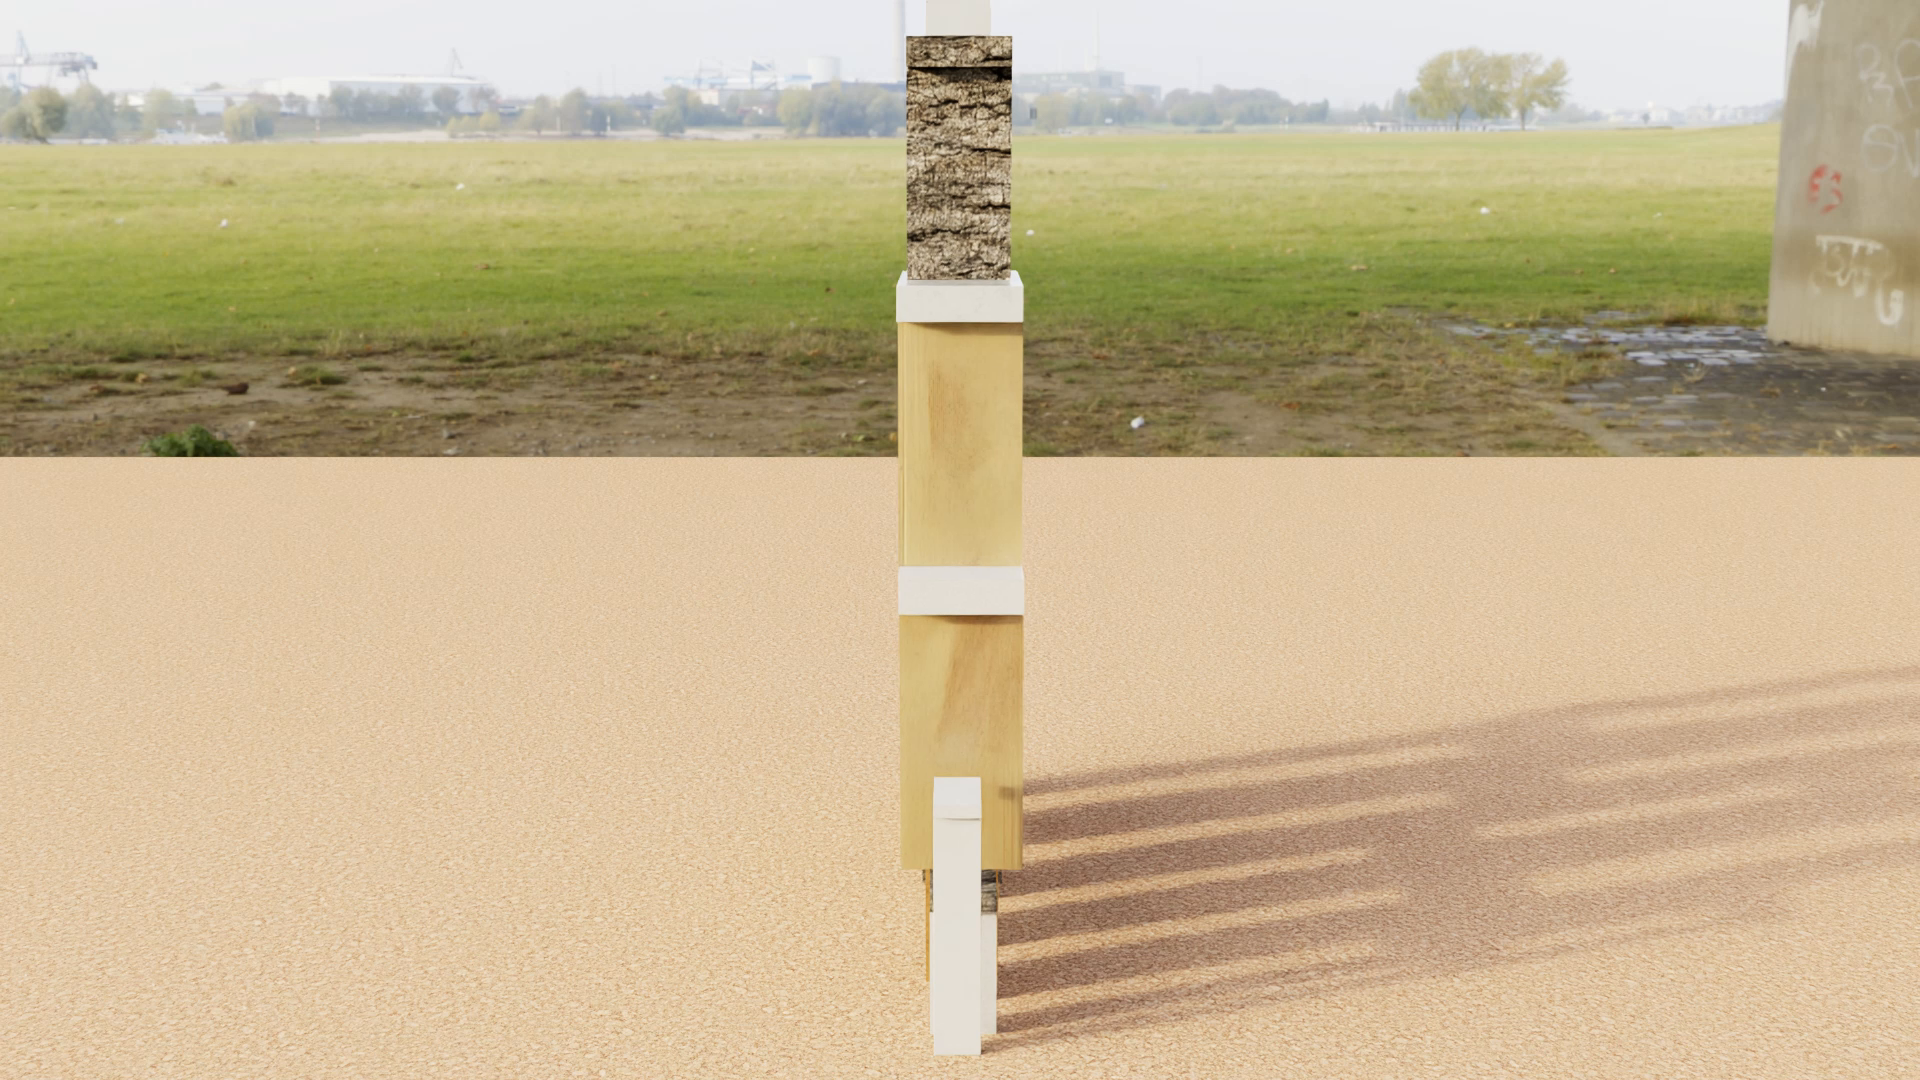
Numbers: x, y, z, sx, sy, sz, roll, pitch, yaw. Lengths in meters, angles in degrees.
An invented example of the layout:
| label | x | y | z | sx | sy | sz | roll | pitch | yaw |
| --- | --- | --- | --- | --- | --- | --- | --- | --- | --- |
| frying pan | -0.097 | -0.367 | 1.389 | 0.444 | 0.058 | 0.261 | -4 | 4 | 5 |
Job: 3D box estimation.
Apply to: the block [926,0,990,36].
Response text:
| label | x | y | z | sx | sy | sz | roll | pitch | yaw |
| --- | --- | --- | --- | --- | --- | --- | --- | --- | --- |
| block | -0.002 | -0.796 | 3.070 | 0.091 | 0.182 | 0.026 | 0 | 10 | 0 |

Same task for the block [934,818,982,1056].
| label | x | y | z | sx | sy | sz | roll | pitch | yaw |
| --- | --- | --- | --- | --- | --- | --- | --- | --- | --- |
| block | -0.004 | 0.539 | 3.005 | 0.065 | 0.343 | 0.018 | 0 | 11 | 0 |

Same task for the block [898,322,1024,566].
| label | x | y | z | sx | sy | sz | roll | pitch | yaw |
| --- | --- | --- | --- | --- | --- | --- | --- | --- | --- |
| block | 0.000 | -0.139 | 3.118 | 0.175 | 0.349 | 0.049 | 0 | 11 | 0 |

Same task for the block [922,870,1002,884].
| label | x | y | z | sx | sy | sz | roll | pitch | yaw |
| --- | --- | --- | --- | --- | --- | --- | --- | --- | --- |
| block | 0.003 | 0.445 | 3.714 | 0.134 | 0.268 | 0.038 | 0 | 11 | 0 |

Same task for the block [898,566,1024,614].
| label | x | y | z | sx | sy | sz | roll | pitch | yaw |
| --- | --- | --- | --- | --- | --- | --- | --- | --- | --- |
| block | 0.001 | 0.047 | 3.208 | 0.174 | 0.049 | 0.348 | 0 | 10 | 0 |

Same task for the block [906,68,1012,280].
| label | x | y | z | sx | sy | sz | roll | pitch | yaw |
| --- | --- | --- | --- | --- | --- | --- | --- | --- | --- |
| block | -0.001 | -0.524 | 3.150 | 0.149 | 0.298 | 0.042 | 0 | 10 | 0 |

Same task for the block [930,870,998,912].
| label | x | y | z | sx | sy | sz | roll | pitch | yaw |
| --- | --- | --- | --- | --- | --- | --- | --- | --- | --- |
| block | 0.004 | 0.485 | 3.135 | 0.094 | 0.027 | 0.187 | 0 | 11 | -1 |

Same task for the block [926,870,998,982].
| label | x | y | z | sx | sy | sz | roll | pitch | yaw |
| --- | --- | --- | --- | --- | --- | --- | --- | --- | --- |
| block | 0.002 | 0.552 | 3.284 | 0.107 | 0.214 | 0.030 | 0 | 10 | 0 |

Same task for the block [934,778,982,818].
| label | x | y | z | sx | sy | sz | roll | pitch | yaw |
| --- | --- | --- | --- | --- | --- | --- | --- | --- | --- |
| block | -0.004 | 0.353 | 3.015 | 0.065 | 0.018 | 0.130 | 0 | 11 | 0 |

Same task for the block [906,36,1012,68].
| label | x | y | z | sx | sy | sz | roll | pitch | yaw |
| --- | --- | --- | --- | --- | --- | --- | --- | --- | --- |
| block | -0.001 | -0.709 | 3.218 | 0.149 | 0.042 | 0.298 | 0 | 10 | 0 |

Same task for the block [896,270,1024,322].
| label | x | y | z | sx | sy | sz | roll | pitch | yaw |
| --- | --- | --- | --- | --- | --- | --- | --- | --- | --- |
| block | 0.000 | -0.356 | 3.197 | 0.175 | 0.049 | 0.349 | 0 | 10 | 0 |

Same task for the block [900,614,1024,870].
| label | x | y | z | sx | sy | sz | roll | pitch | yaw |
| --- | --- | --- | --- | --- | --- | --- | --- | --- | --- |
| block | 0.002 | 0.279 | 3.132 | 0.174 | 0.379 | 0.049 | 0 | 10 | 0 |

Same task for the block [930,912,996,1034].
| label | x | y | z | sx | sy | sz | roll | pitch | yaw |
| --- | --- | --- | --- | --- | --- | --- | --- | --- | --- |
| block | 0.004 | 0.602 | 3.093 | 0.094 | 0.187 | 0.027 | 0 | 11 | 0 |
